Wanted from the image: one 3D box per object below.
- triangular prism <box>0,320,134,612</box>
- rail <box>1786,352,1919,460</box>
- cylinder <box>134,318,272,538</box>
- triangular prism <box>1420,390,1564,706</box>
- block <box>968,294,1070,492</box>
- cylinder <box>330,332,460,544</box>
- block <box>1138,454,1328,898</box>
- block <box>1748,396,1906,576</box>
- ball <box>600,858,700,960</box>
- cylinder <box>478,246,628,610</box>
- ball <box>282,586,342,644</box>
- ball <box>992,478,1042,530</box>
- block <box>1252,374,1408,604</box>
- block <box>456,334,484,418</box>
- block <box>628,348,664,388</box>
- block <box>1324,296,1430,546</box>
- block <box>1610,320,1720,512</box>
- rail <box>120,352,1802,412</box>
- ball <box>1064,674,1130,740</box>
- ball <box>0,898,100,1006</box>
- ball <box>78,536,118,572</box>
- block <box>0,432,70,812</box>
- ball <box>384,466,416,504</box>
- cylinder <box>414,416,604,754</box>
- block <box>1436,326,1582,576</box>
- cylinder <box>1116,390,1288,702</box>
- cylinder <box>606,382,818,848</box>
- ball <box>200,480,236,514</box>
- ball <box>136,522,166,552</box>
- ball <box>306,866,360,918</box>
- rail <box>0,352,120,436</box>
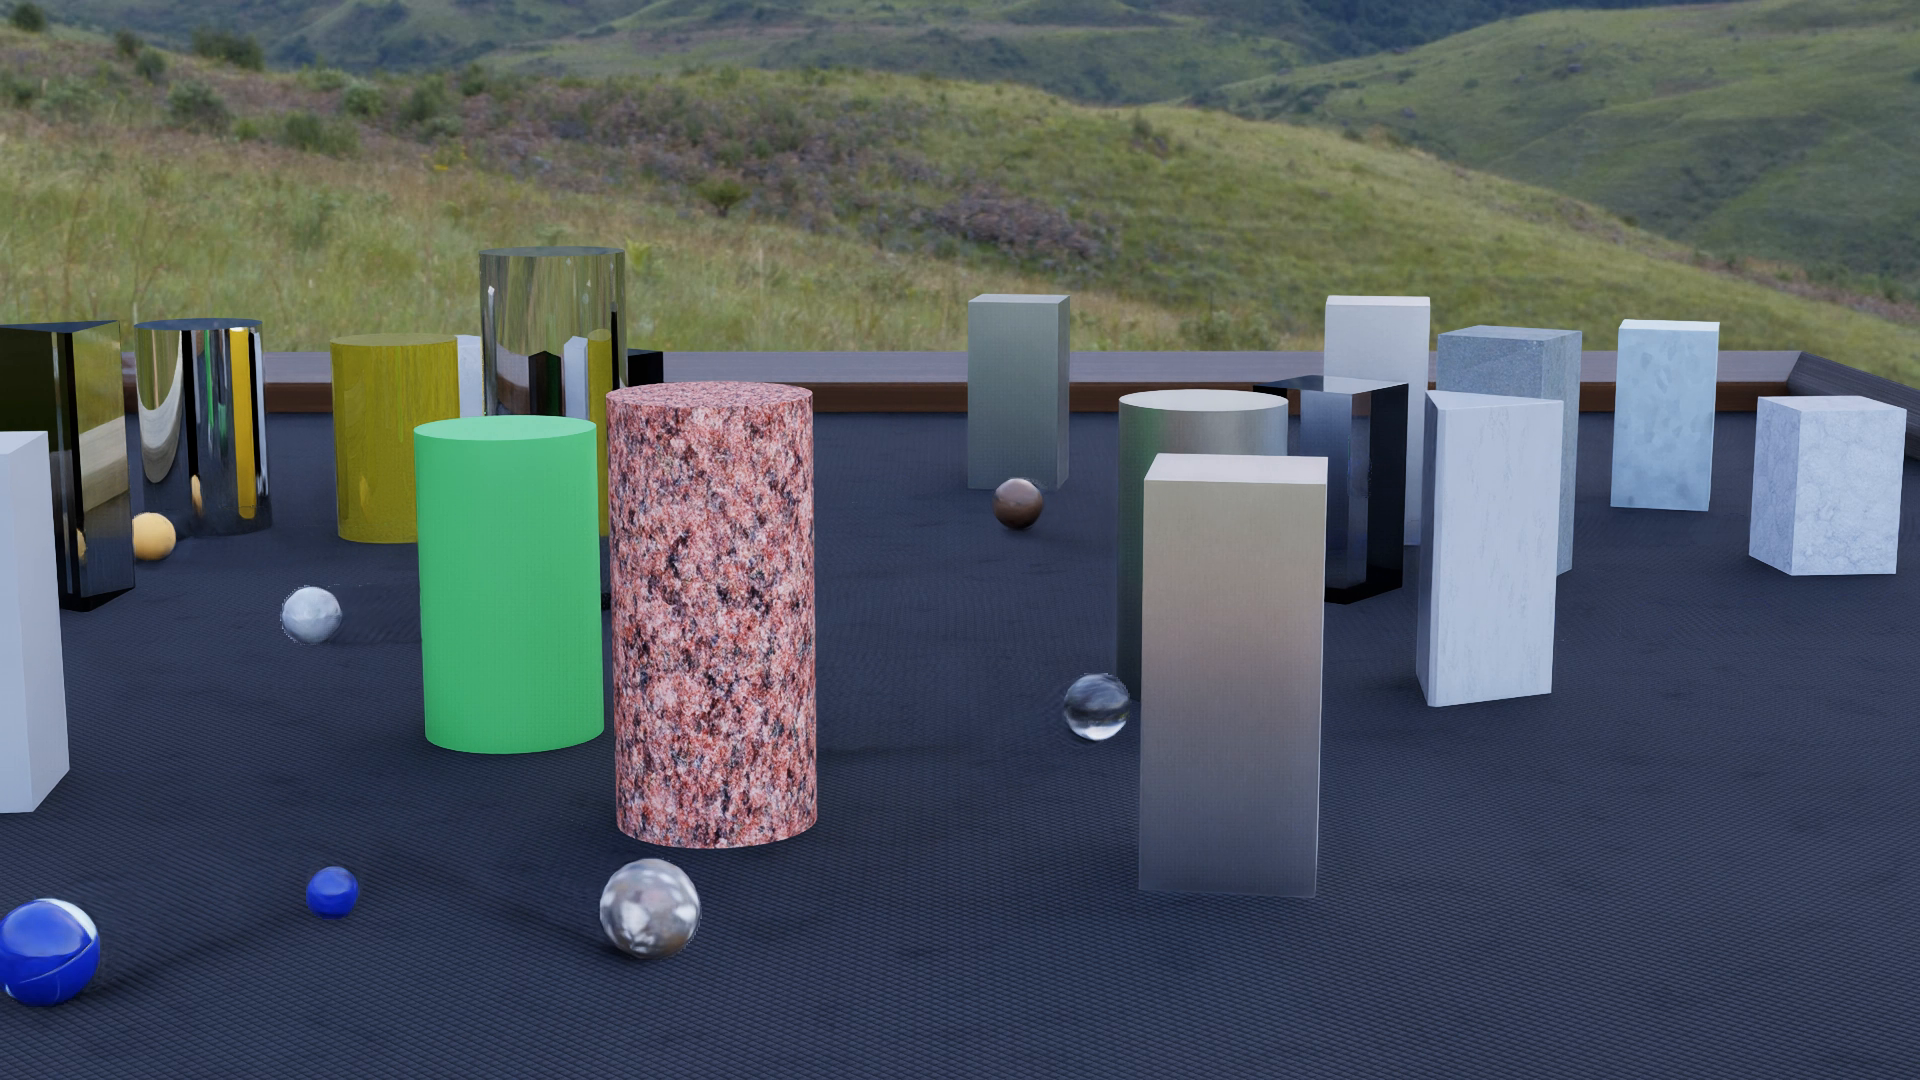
[{"bbox_3d":[-1.207,-0.108,3.526,0.169,0.377,0.147,7,13,33],"label":"triangular prism"},{"bbox_3d":[1.773,0.031,3.459,0.045,0.127,4.043,0,11,0],"label":"rail"},{"bbox_3d":[-1.196,-0.180,4.060,0.195,0.324,0.195,0,11,0],"label":"cylinder"},{"bbox_3d":[0.588,0.004,3.015,0.169,0.344,0.147,-5,12,-24],"label":"triangular prism"},{"bbox_3d":[0.104,-0.261,4.494,0.156,0.325,0.156,2,11,10],"label":"block"},{"bbox_3d":[-0.880,-0.162,4.017,0.195,0.305,0.195,0,11,0],"label":"cylinder"},{"bbox_3d":[0.249,0.118,2.323,0.156,0.371,0.156,2,11,8],"label":"block"},{"bbox_3d":[1.271,-0.082,3.765,0.156,0.239,0.156,-1,11,-5],"label":"block"},{"bbox_3d":[-0.256,0.304,2.115,0.082,0.082,0.082,0,11,0],"label":"ball"},{"bbox_3d":[-0.548,-0.153,3.490,0.195,0.479,0.195,0,11,0],"label":"cylinder"},{"bbox_3d":[-0.825,0.096,3.265,0.072,0.072,0.072,0,11,0],"label":"ball"},{"bbox_3d":[0.091,-0.057,4.065,0.081,0.081,0.081,0,11,0],"label":"ball"},{"bbox_3d":[0.514,-0.074,3.582,0.156,0.289,0.156,8,13,38],"label":"block"},{"bbox_3d":[-0.863,-0.207,4.373,0.156,0.263,0.156,-10,14,-43],"label":"block"},{"bbox_3d":[-0.612,-0.194,4.348,0.156,0.248,0.156,8,13,35],"label":"block"},{"bbox_3d":[0.645,-0.189,3.989,0.156,0.367,0.156,2,11,9],"label":"block"},{"bbox_3d":[1.183,-0.212,4.304,0.156,0.298,0.156,3,11,17],"label":"block"},{"bbox_3d":[-0.012,-0.332,5.413,3.594,0.127,0.045,0,11,0],"label":"rail"},{"bbox_3d":[0.149,0.182,2.798,0.072,0.072,0.072,0,11,0],"label":"ball"},{"bbox_3d":[-0.717,0.323,2.011,0.083,0.083,0.083,0,11,0],"label":"ball"},{"bbox_3d":[-1.250,0.021,3.721,0.054,0.054,0.054,0,11,0],"label":"ball"},{"bbox_3d":[-1.001,0.080,2.567,0.156,0.357,0.156,-1,11,-6],"label":"block"},{"bbox_3d":[-0.935,-0.094,4.308,0.064,0.064,0.064,0,11,0],"label":"ball"},{"bbox_3d":[-0.492,0.045,2.810,0.195,0.339,0.195,0,11,0],"label":"cylinder"},{"bbox_3d":[0.786,-0.125,3.696,0.156,0.348,0.156,7,12,32],"label":"block"},{"bbox_3d":[0.282,0.007,3.002,0.195,0.343,0.195,0,11,0],"label":"cylinder"},{"bbox_3d":[-0.238,0.067,2.471,0.195,0.418,0.195,0,11,0],"label":"cylinder"},{"bbox_3d":[-1.216,-0.071,4.207,0.057,0.057,0.057,0,11,0],"label":"ball"},{"bbox_3d":[-1.200,-0.005,3.805,0.042,0.042,0.042,0,11,0],"label":"ball"},{"bbox_3d":[-0.542,0.304,2.218,0.044,0.044,0.044,0,11,0],"label":"ball"},{"bbox_3d":[-1.773,0.035,3.439,0.045,0.127,4.043,0,11,0],"label":"rail"}]
